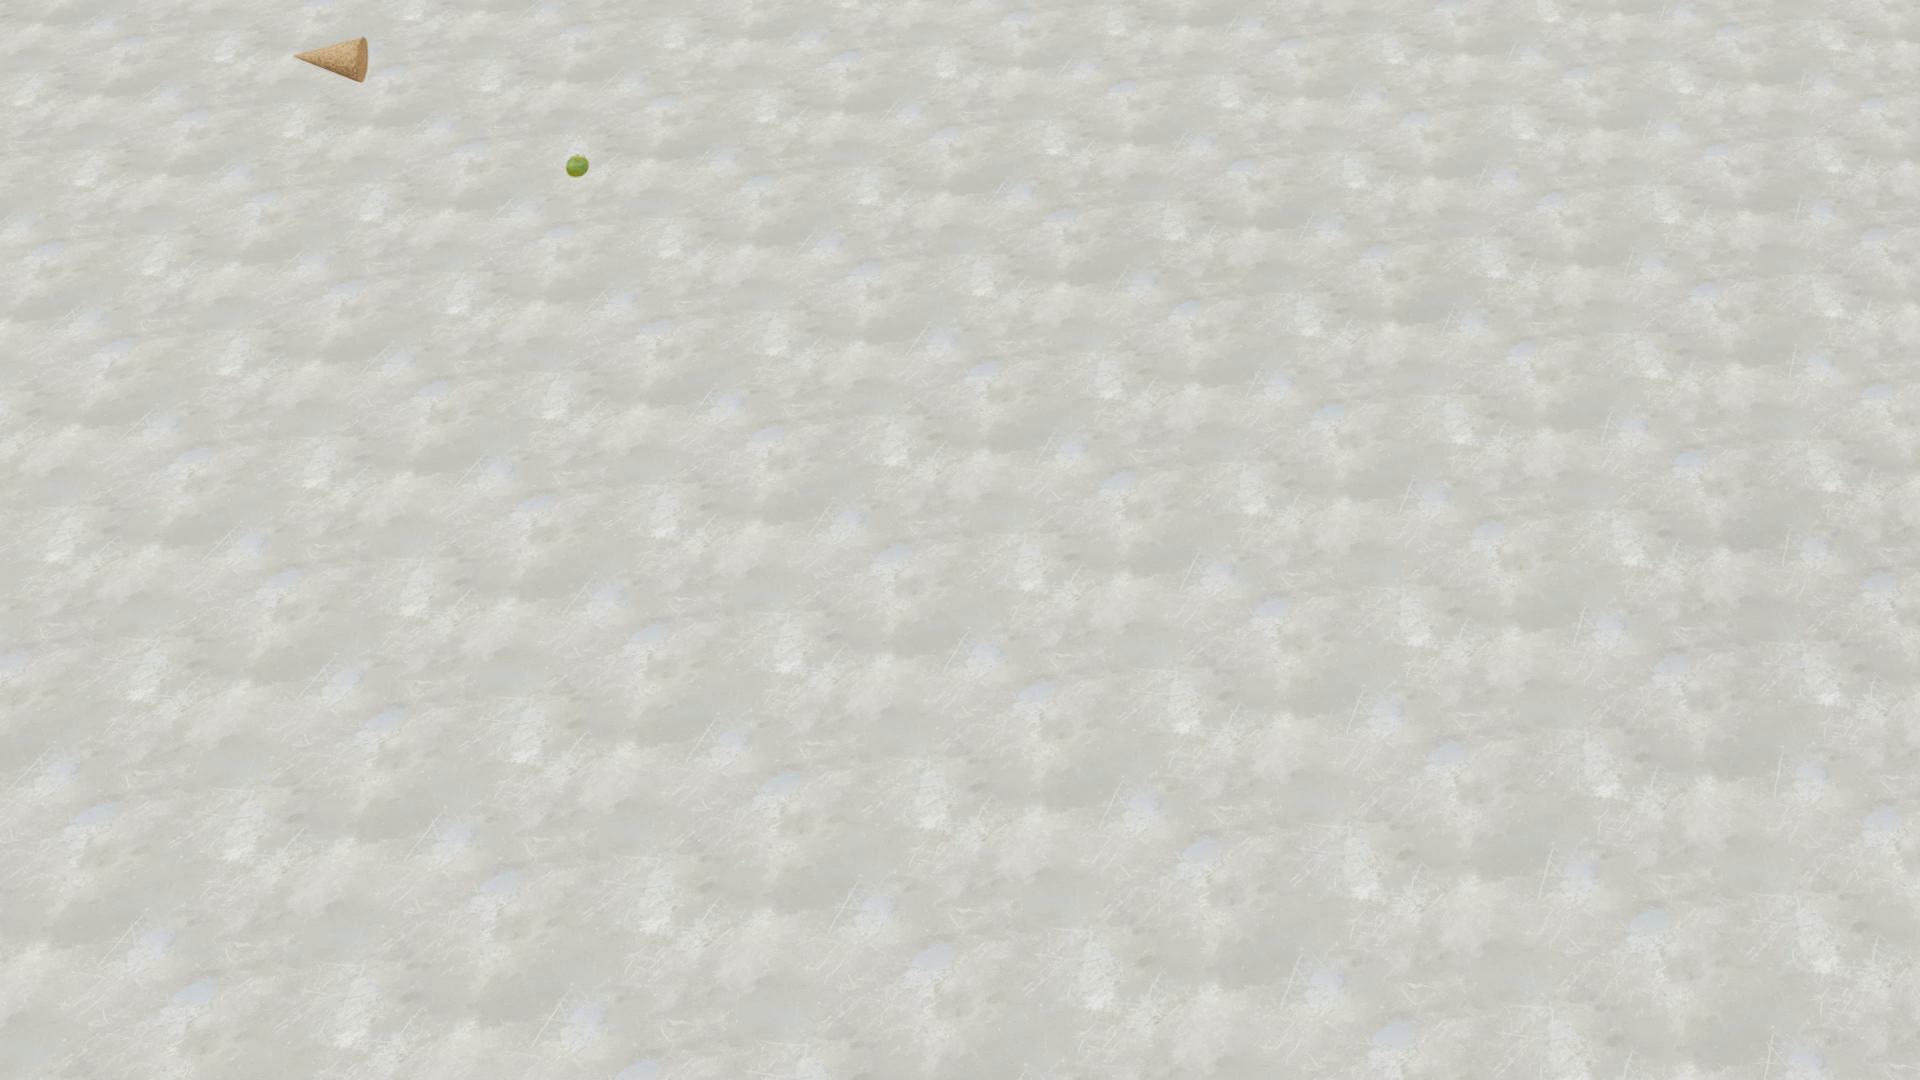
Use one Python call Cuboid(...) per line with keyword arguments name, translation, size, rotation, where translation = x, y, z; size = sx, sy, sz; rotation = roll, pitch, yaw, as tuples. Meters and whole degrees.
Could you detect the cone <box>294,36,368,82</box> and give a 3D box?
Cuboid(name="cone", translation=(-2.139, -1.628, 9.903), size=(0.242, 0.151, 0.190), rotation=(3, 25, 0))
